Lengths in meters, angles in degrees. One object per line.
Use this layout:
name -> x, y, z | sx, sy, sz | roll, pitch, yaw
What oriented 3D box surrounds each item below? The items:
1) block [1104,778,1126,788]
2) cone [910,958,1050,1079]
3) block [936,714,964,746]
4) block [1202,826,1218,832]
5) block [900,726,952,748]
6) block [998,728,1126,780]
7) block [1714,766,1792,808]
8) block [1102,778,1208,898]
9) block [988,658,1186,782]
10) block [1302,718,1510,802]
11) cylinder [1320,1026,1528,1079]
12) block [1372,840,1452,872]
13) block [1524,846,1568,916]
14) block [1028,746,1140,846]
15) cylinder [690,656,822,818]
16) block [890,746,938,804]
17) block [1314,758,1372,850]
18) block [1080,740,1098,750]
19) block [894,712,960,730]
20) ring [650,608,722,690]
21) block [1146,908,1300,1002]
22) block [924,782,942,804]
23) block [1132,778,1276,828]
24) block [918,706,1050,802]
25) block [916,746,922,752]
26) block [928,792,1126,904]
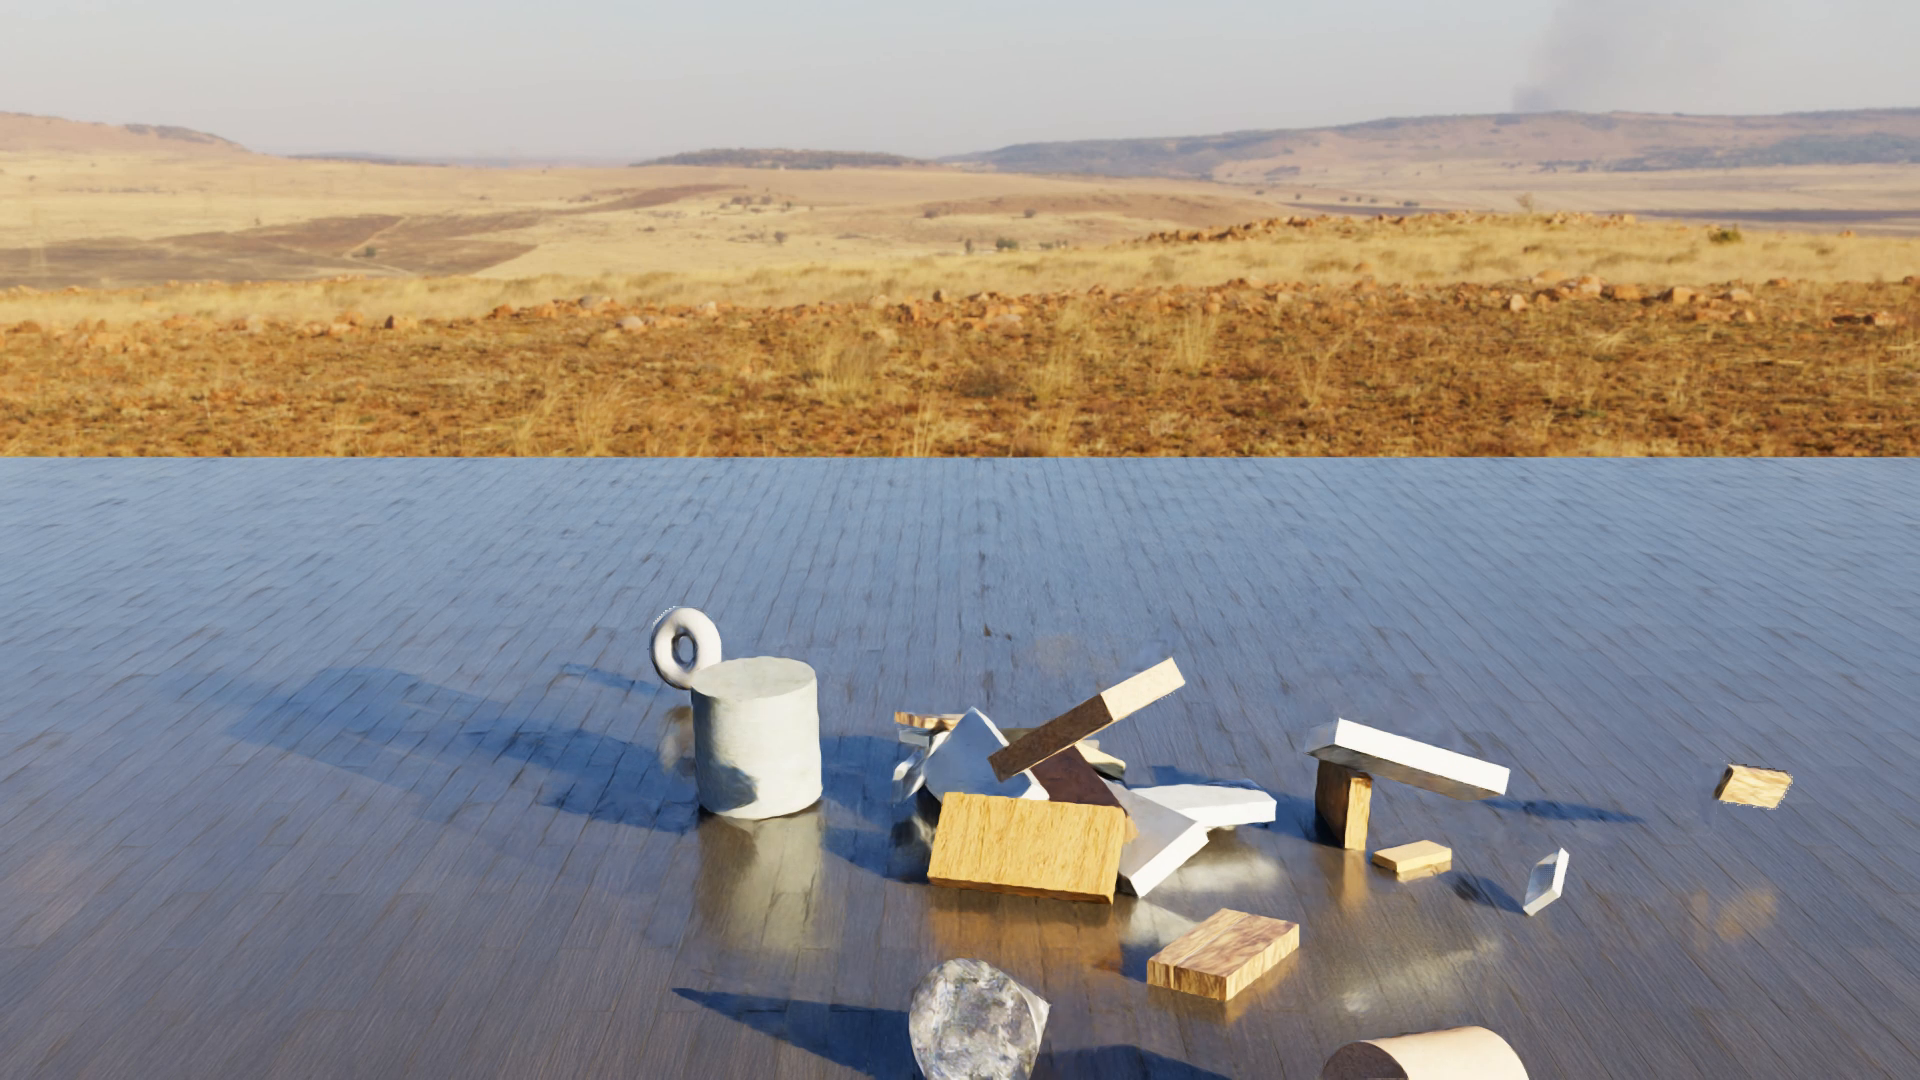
block -> 0.216, 0.493, 4.097 | 0.123, 0.035, 0.247 | 4, 11, 19
cone -> 0.070, 0.639, 2.929 | 0.197, 0.197, 0.197 | 7, 5, 33
block -> 0.002, 0.388, 4.308 | 0.116, 0.033, 0.231 | -4, 11, -19
block -> 0.381, 0.508, 4.016 | 0.247, 0.035, 0.123 | -10, 14, -42
block -> -0.045, 0.371, 4.232 | 0.070, 0.020, 0.139 | 8, 11, 36
block -> 0.189, 0.409, 4.182 | 0.123, 0.035, 0.247 | -8, -25, 43
block -> 1.392, 0.433, 3.863 | 0.127, 0.063, 0.018 | 9, 26, -22
block -> 0.266, 0.507, 3.804 | 0.158, 0.045, 0.331 | -36, 25, -20
block -> 0.190, 0.278, 3.371 | 0.157, 0.045, 0.315 | -22, -9, -39
block -> 0.777, 0.386, 3.840 | 0.315, 0.045, 0.157 | 17, -14, -7
cylinder -> 0.554, 0.680, 2.620 | 0.180, 0.180, 0.180 | 1, 8, -33
block -> 0.788, 0.551, 3.832 | 0.127, 0.018, 0.063 | -6, 12, -31
block -> 0.960, 0.559, 3.603 | 0.063, 0.018, 0.127 | -45, 3, 32
block -> 0.188, 0.472, 3.846 | 0.154, 0.044, 0.309 | -29, 24, -5
cylinder -> -0.383, 0.370, 4.148 | 0.234, 0.234, 0.234 | -2, 16, 1
block -> -0.086, 0.439, 4.144 | 0.020, 0.070, 0.140 | 17, 23, 21
block -> 0.697, 0.459, 4.009 | 0.037, 0.131, 0.261 | 3, 10, -3
block -> 0.205, 0.428, 4.483 | 0.152, 0.022, 0.076 | 1, 11, 6
block -> -0.056, 0.345, 4.172 | 0.070, 0.020, 0.139 | 9, -2, 32
ring -> -0.613, 0.244, 4.918 | 0.187, 0.187, 0.062 | 6, 6, 31
block -> 0.404, 0.630, 3.353 | 0.131, 0.037, 0.261 | 7, 12, 31
block -> -0.006, 0.463, 4.265 | 0.116, 0.033, 0.231 | -3, 11, -15
block -> 0.422, 0.478, 3.962 | 0.261, 0.037, 0.131 | -3, 12, -14
block -> 0.040, 0.435, 3.951 | 0.044, 0.154, 0.326 | 38, 4, -28
block -> 0.015, 0.436, 4.230 | 0.116, 0.033, 0.231 | -5, 12, -24
block -> 0.112, 0.514, 3.678 | 0.309, 0.154, 0.044 | 3, -29, 17
